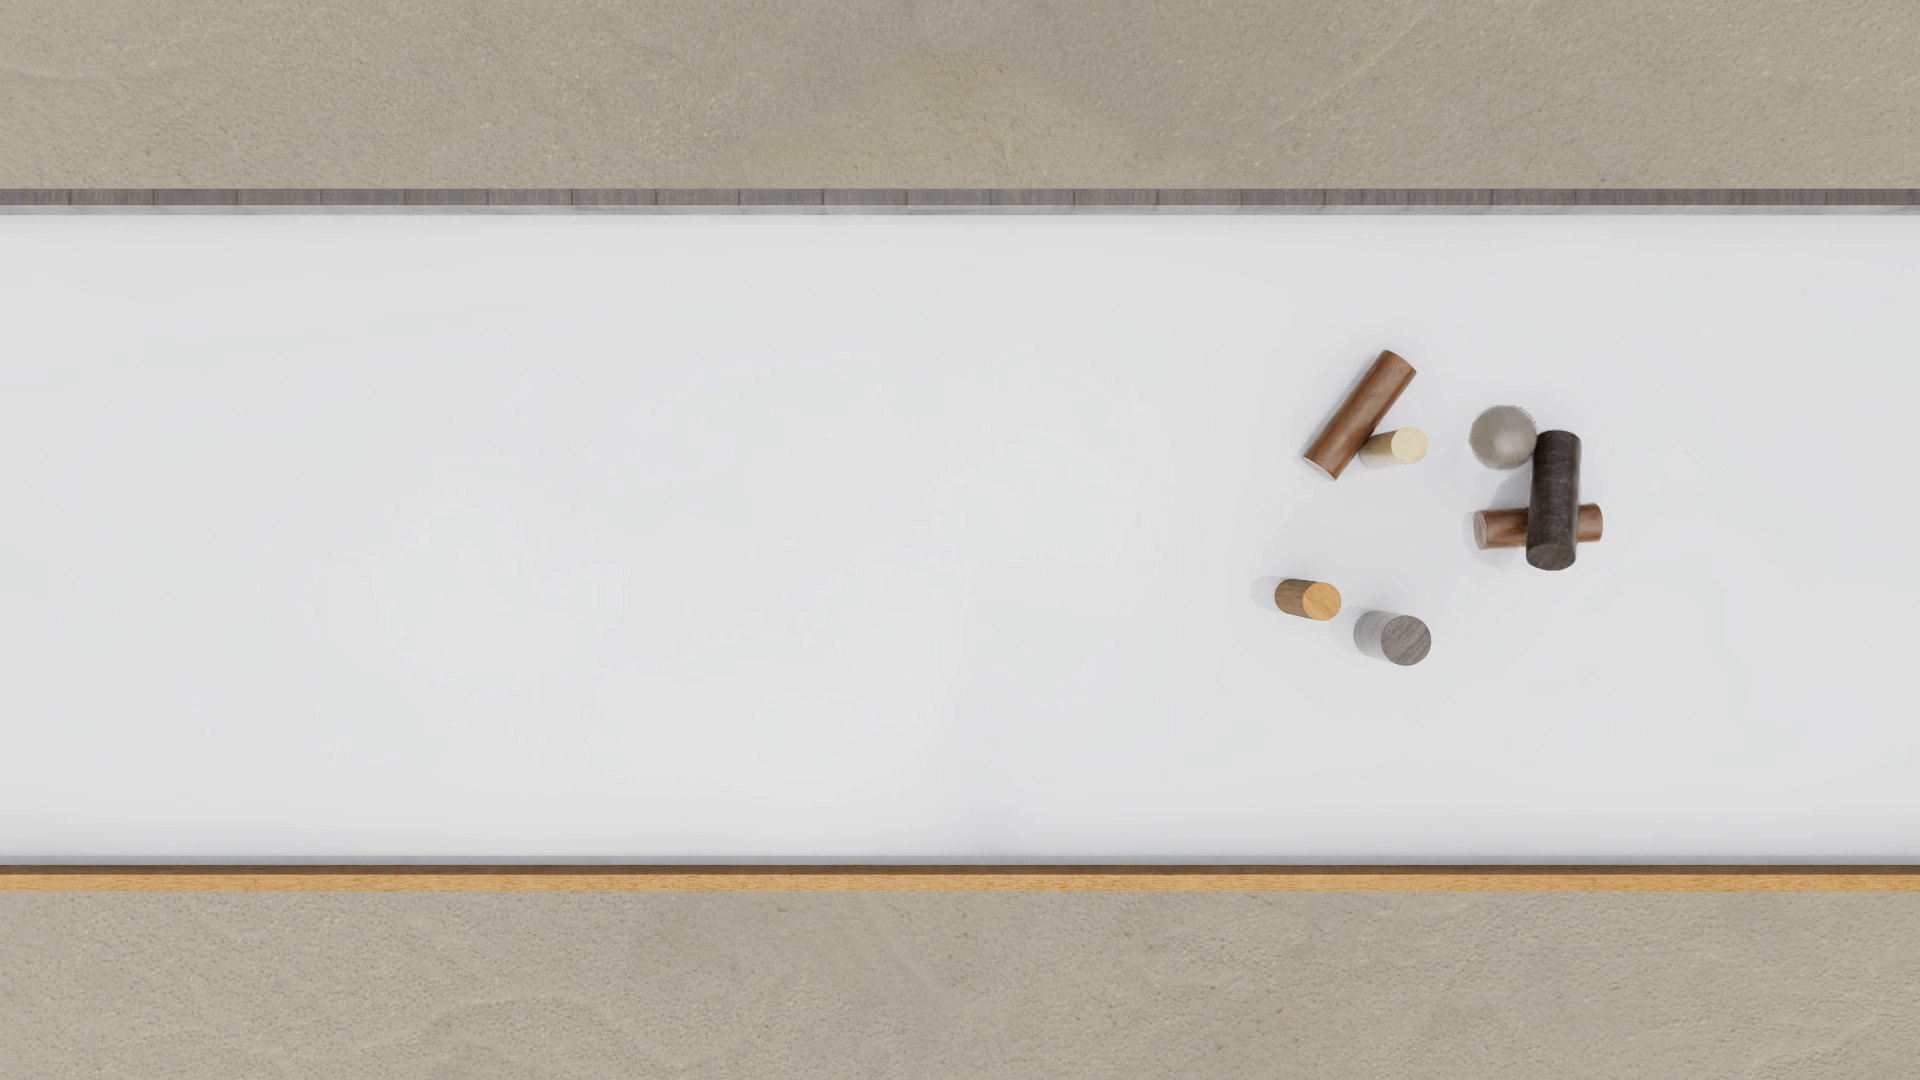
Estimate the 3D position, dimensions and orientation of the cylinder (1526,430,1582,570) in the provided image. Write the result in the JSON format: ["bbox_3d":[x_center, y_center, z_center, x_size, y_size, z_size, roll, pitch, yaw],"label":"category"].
[{"bbox_3d":[1.768,-0.120,4.910,0.138,0.138,0.418,16,59,0],"label":"cylinder"}]

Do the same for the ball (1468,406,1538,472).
[{"bbox_3d":[1.638,-0.306,4.978,0.197,0.197,0.197,0,90,0],"label":"ball"}]

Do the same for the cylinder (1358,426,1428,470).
[{"bbox_3d":[1.273,-0.269,4.863,0.105,0.424,0.105,0,90,1],"label":"cylinder"}]

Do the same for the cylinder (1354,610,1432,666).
[{"bbox_3d":[1.284,0.290,4.912,0.147,0.328,0.147,0,90,0],"label":"cylinder"}]

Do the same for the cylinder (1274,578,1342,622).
[{"bbox_3d":[1.023,0.174,4.866,0.110,0.420,0.110,0,90,0],"label":"cylinder"}]

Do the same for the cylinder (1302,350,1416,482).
[{"bbox_3d":[1.213,-0.378,5.013,0.127,0.127,0.408,37,90,0],"label":"cylinder"}]

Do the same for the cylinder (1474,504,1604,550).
[{"bbox_3d":[1.758,-0.041,5.017,0.352,0.120,0.120,-4,90,0],"label":"cylinder"}]

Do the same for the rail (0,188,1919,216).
[{"bbox_3d":[-2.247,-1.025,5.002,12.000,0.150,0.050,0,90,0],"label":"rail"}]

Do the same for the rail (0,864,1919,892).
[{"bbox_3d":[-2.247,1.025,5.001,12.000,0.150,0.050,0,90,0],"label":"rail"}]
